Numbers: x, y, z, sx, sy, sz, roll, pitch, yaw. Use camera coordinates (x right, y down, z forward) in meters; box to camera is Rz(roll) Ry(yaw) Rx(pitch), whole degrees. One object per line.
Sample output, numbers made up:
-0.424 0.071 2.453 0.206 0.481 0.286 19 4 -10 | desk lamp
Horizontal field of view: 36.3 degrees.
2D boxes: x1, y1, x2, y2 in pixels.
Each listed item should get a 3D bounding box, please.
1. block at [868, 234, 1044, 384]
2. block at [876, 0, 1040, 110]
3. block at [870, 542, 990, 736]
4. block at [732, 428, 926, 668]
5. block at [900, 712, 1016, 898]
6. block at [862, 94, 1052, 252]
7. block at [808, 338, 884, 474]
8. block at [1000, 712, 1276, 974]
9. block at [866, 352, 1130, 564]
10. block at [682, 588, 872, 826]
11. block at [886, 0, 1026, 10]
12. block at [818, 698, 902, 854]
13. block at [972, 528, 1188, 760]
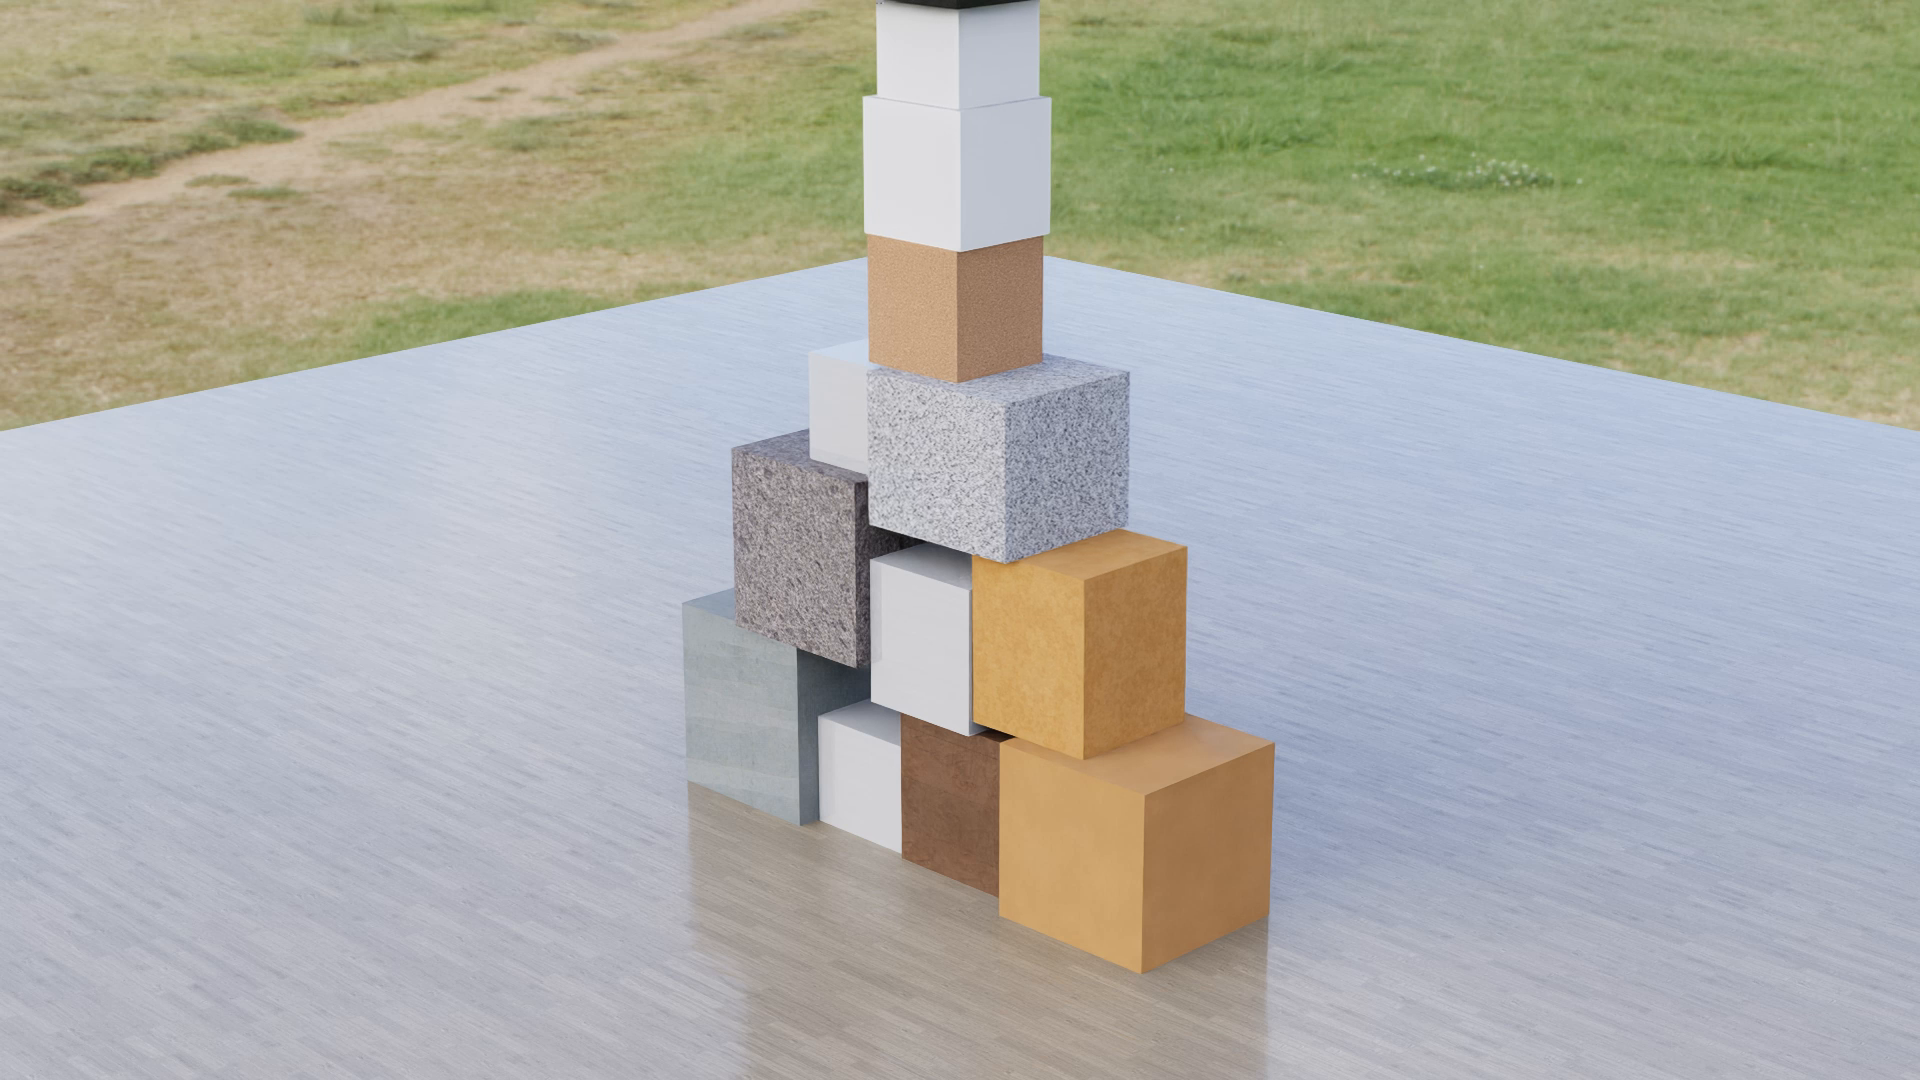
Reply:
-0.020 -1.072 13.009 0.539 0.582 0.558 -17 24 -42 | block
-0.008 -2.135 12.692 0.502 0.434 0.493 16 24 42 | block
0.061 0.408 13.402 0.696 0.686 0.632 -17 24 -42 | block
-0.474 -0.011 13.818 0.840 0.878 0.842 -17 24 -42 | block
0.221 1.133 13.489 0.642 0.750 0.751 -17 24 -42 | block
-0.013 -1.639 12.841 0.556 0.601 0.601 -17 24 -42 | block
-0.308 -0.626 13.470 0.583 0.505 0.500 -17 24 -42 | block
0.774 1.276 12.918 0.856 0.820 0.844 -17 24 -42 | block
0.170 -0.406 13.033 0.793 0.706 0.851 -17 23 -42 | block
-0.773 0.750 14.411 0.810 0.928 0.834 -17 24 -42 | block
-0.006 -2.619 12.546 0.664 0.576 0.686 16 24 42 | block
-0.262 1.091 13.981 0.571 0.535 0.594 -17 24 -42 | block
0.526 0.418 12.923 0.665 0.811 0.665 -17 23 -42 | block
